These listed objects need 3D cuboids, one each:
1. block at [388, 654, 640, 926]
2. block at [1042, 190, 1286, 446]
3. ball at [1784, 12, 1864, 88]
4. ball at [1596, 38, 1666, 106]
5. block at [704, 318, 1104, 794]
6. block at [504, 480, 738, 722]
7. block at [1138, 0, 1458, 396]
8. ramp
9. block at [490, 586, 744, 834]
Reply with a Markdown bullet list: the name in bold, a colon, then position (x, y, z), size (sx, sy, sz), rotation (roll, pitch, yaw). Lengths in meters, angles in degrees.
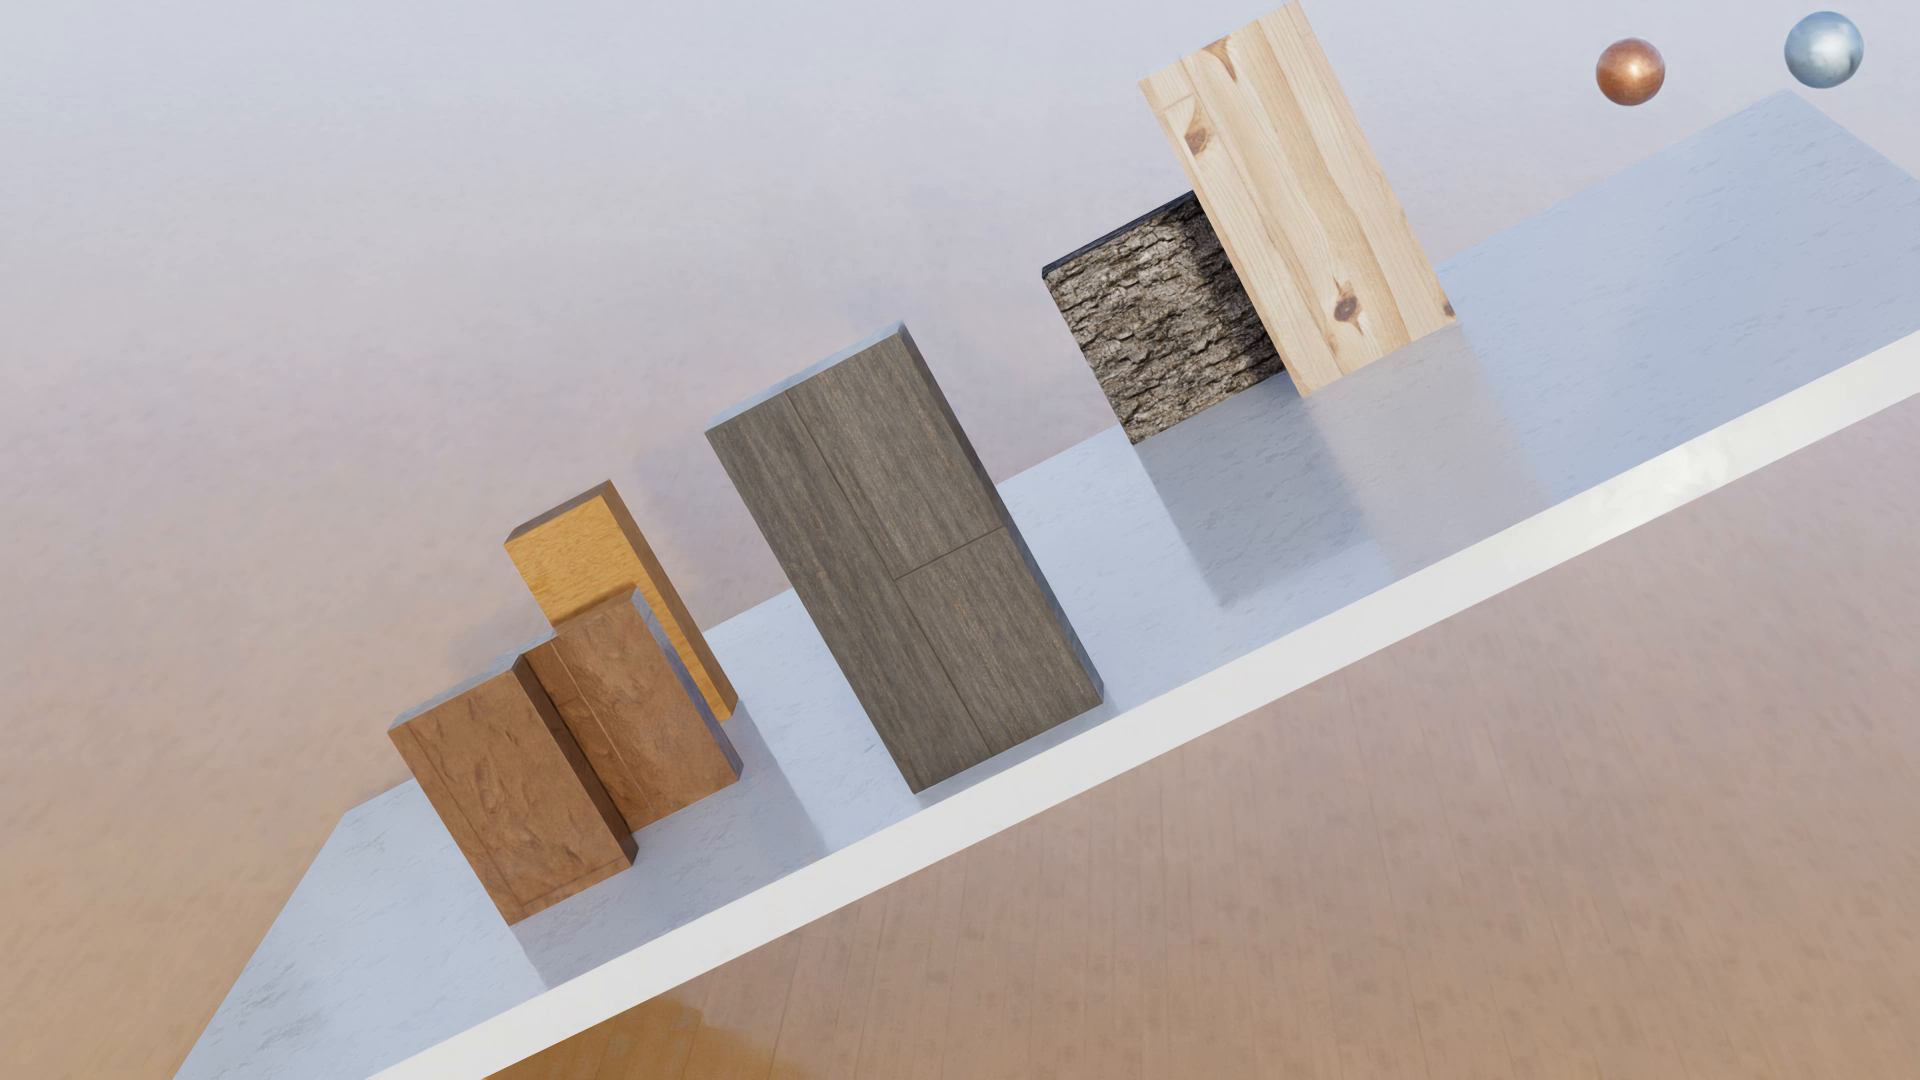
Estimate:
- **block**: position (-0.900, 0.507, 5.943), size (0.293, 0.477, 0.094), rotation (-27, 14, 11)
- **block**: position (0.479, -0.520, 6.870), size (0.409, 0.459, 0.104), rotation (-27, 14, 11)
- **ball**: position (1.751, -0.993, 5.960), size (0.155, 0.155, 0.155), rotation (0, 17, 0)
- **ball**: position (1.359, -0.949, 5.963), size (0.138, 0.138, 0.138), rotation (0, 17, 0)
- **block**: position (-0.095, 0.037, 5.368), size (0.396, 0.785, 0.107), rotation (-27, 14, 11)
- **block**: position (-0.753, 0.184, 6.570), size (0.251, 0.582, 0.122), rotation (-27, 14, 11)
- **block**: position (0.744, -0.753, 6.470), size (0.383, 0.795, 0.097), rotation (-27, 14, 11)
- **ramp**: position (0.141, 0.167, 6.282), size (4.000, 0.100, 2.000), rotation (-27, 14, 11)
- **block**: position (-0.713, 0.372, 6.111), size (0.344, 0.447, 0.088), rotation (-27, 14, 11)
